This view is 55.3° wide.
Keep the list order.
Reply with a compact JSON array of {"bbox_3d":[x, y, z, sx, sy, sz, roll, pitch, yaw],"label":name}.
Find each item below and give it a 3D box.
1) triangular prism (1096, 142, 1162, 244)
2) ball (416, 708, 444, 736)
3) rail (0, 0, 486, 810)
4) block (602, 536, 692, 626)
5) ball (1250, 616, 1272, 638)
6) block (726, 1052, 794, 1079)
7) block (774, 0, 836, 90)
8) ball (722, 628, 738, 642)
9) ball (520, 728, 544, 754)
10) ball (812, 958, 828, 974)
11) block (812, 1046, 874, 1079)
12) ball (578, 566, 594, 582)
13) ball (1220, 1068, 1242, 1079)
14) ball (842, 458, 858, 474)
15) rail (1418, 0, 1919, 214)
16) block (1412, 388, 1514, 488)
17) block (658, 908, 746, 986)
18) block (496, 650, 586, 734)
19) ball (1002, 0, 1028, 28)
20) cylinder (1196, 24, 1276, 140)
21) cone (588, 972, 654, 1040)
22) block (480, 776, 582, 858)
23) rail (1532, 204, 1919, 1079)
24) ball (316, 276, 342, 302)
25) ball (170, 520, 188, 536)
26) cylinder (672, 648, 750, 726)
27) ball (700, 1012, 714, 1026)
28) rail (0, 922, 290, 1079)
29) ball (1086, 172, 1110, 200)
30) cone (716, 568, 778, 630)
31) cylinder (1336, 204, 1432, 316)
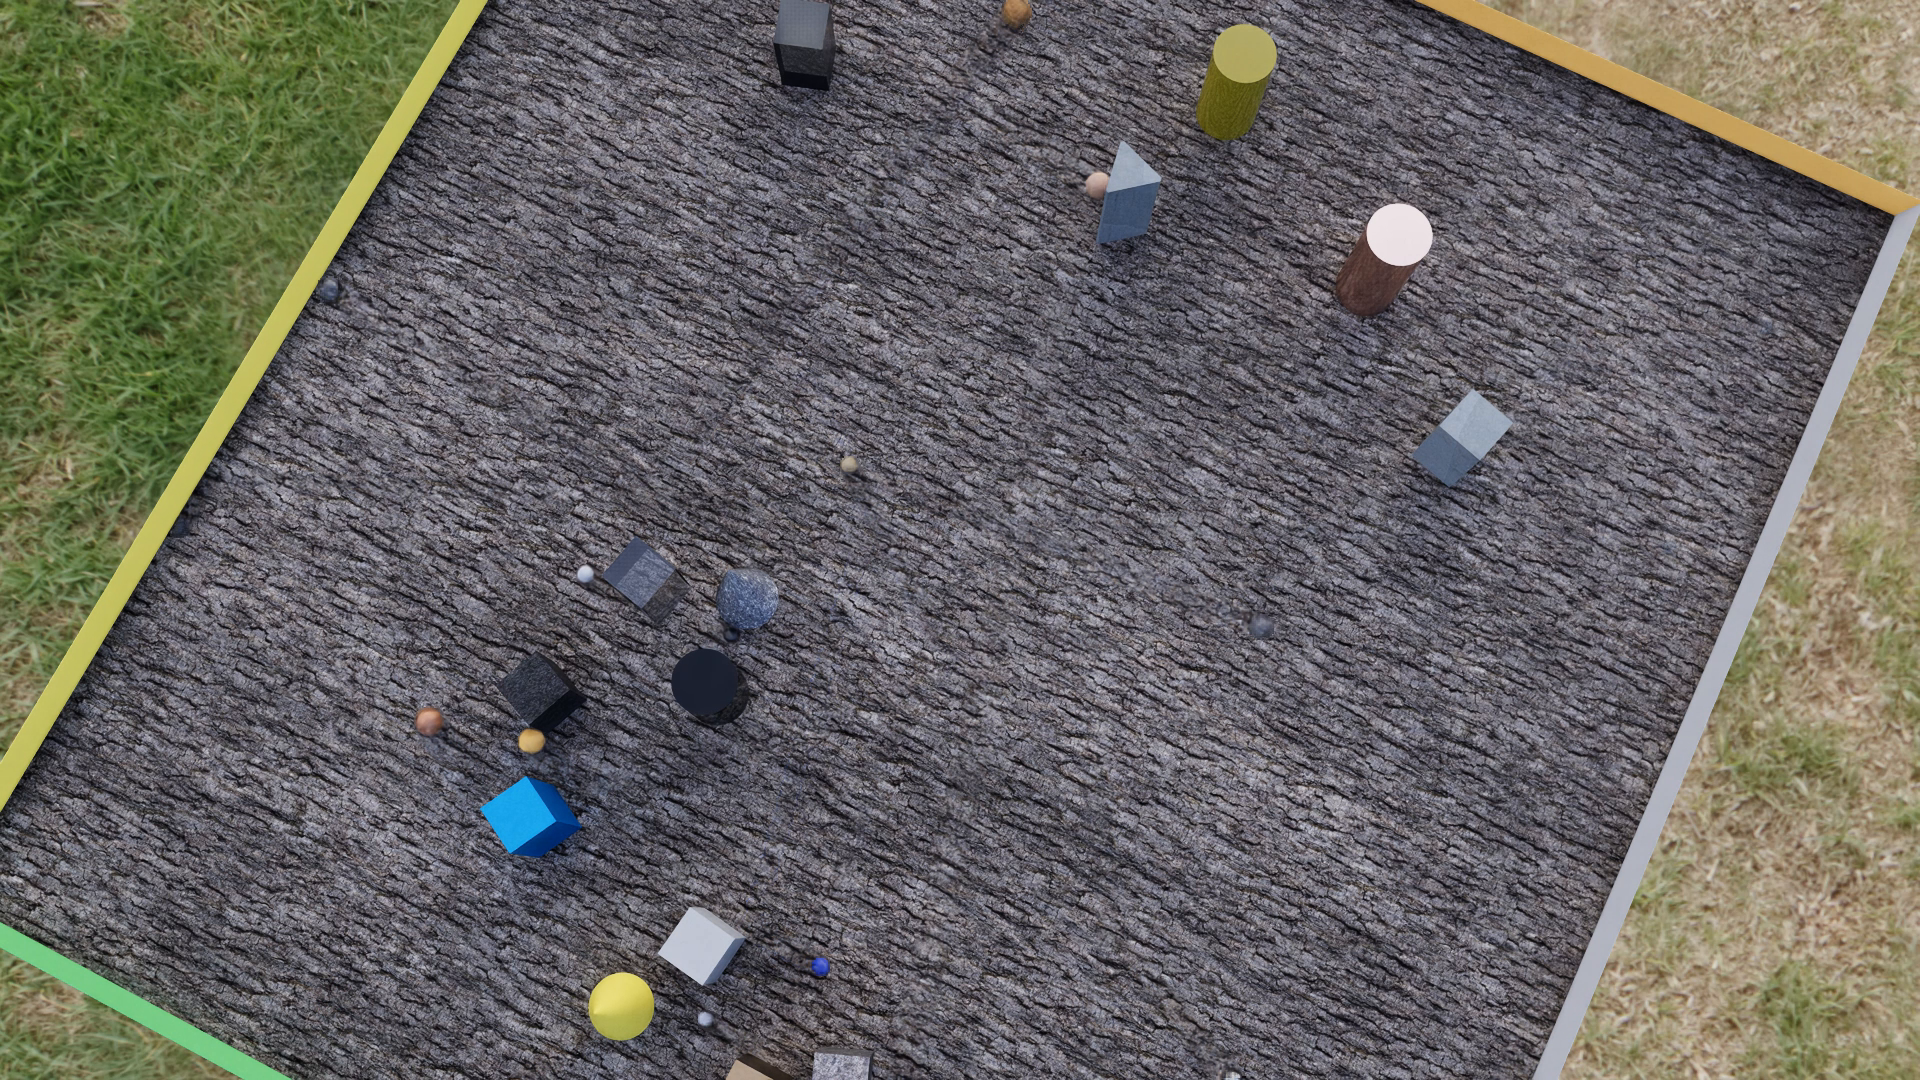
[{"bbox_3d":[0.497,-1.070,5.622,0.166,0.423,0.143,-13,79,-3],"label":"triangular prism"},{"bbox_3d":[-1.582,0.543,5.463,0.081,0.081,0.081,0,78,0],"label":"ball"},{"bbox_3d":[-1.954,-0.950,5.749,0.045,0.124,4.602,26,80,5],"label":"rail"},{"bbox_3d":[-0.924,0.124,5.427,0.153,0.321,0.153,38,81,7],"label":"block"},{"bbox_3d":[0.908,0.261,5.530,0.064,0.064,0.064,0,78,0],"label":"ball"},{"bbox_3d":[-0.582,1.556,5.150,0.153,0.283,0.153,27,80,5],"label":"block"},{"bbox_3d":[-0.488,-1.563,5.792,0.153,0.290,0.153,8,78,2],"label":"block"},{"bbox_3d":[-0.693,0.286,5.534,0.046,0.046,0.046,0,78,0],"label":"ball"},{"bbox_3d":[-1.274,0.599,5.454,0.075,0.075,0.075,0,78,0],"label":"ball"},{"bbox_3d":[-0.408,1.239,5.335,0.049,0.049,0.049,0,78,0],"label":"ball"},{"bbox_3d":[-0.332,1.523,5.171,0.153,0.256,0.153,5,78,1],"label":"block"},{"bbox_3d":[-1.137,0.105,5.570,0.049,0.049,0.049,0,78,0],"label":"ball"},{"bbox_3d":[0.780,1.548,5.264,0.063,0.063,0.063,0,78,0],"label":"ball"},{"bbox_3d":[-0.340,-0.229,5.639,0.050,0.050,0.050,0,78,0],"label":"ball"},{"bbox_3d":[1.018,-1.988,5.963,4.417,0.124,0.045,26,80,5],"label":"rail"},{"bbox_3d":[1.504,-0.302,5.505,0.153,0.341,0.153,42,81,8],"label":"block"},{"bbox_3d":[-0.733,1.157,5.230,0.153,0.287,0.153,34,80,7],"label":"block"},{"bbox_3d":[-1.230,0.450,5.394,0.153,0.253,0.153,-41,81,-8],"label":"block"},{"bbox_3d":[0.178,-1.703,5.923,0.089,0.089,0.089,0,78,0],"label":"ball"},{"bbox_3d":[0.855,-1.418,5.700,0.191,0.410,0.191,0,78,0],"label":"cylinder"},{"bbox_3d":[-0.986,1.316,5.133,0.191,0.413,0.191,0,78,0],"label":"cone"},{"bbox_3d":[-1.228,0.800,5.267,0.153,0.360,0.153,-35,80,-7],"label":"block"},{"bbox_3d":[1.954,0.963,5.353,0.045,0.124,4.602,26,80,5],"label":"rail"},{"bbox_3d":[-1.974,-0.784,5.738,0.078,0.078,0.078,0,78,0],"label":"ball"},{"bbox_3d":[-2.384,-0.037,5.598,0.050,0.050,0.050,0,78,0],"label":"ball"},{"bbox_3d":[-0.730,0.434,5.379,0.191,0.290,0.191,0,78,0],"label":"cylinder"},{"bbox_3d":[-0.735,1.389,5.308,0.041,0.041,0.041,0,78,0],"label":"ball"},{"bbox_3d":[-1.018,2.001,5.138,4.417,0.124,0.045,26,80,5],"label":"rail"},{"bbox_3d":[0.440,-1.123,5.805,0.085,0.085,0.085,0,78,0],"label":"ball"},{"bbox_3d":[-0.648,0.130,5.353,0.191,0.464,0.191,0,78,0],"label":"cone"},{"bbox_3d":[1.280,-0.843,5.557,0.191,0.457,0.191,0,78,0],"label":"cylinder"}]
